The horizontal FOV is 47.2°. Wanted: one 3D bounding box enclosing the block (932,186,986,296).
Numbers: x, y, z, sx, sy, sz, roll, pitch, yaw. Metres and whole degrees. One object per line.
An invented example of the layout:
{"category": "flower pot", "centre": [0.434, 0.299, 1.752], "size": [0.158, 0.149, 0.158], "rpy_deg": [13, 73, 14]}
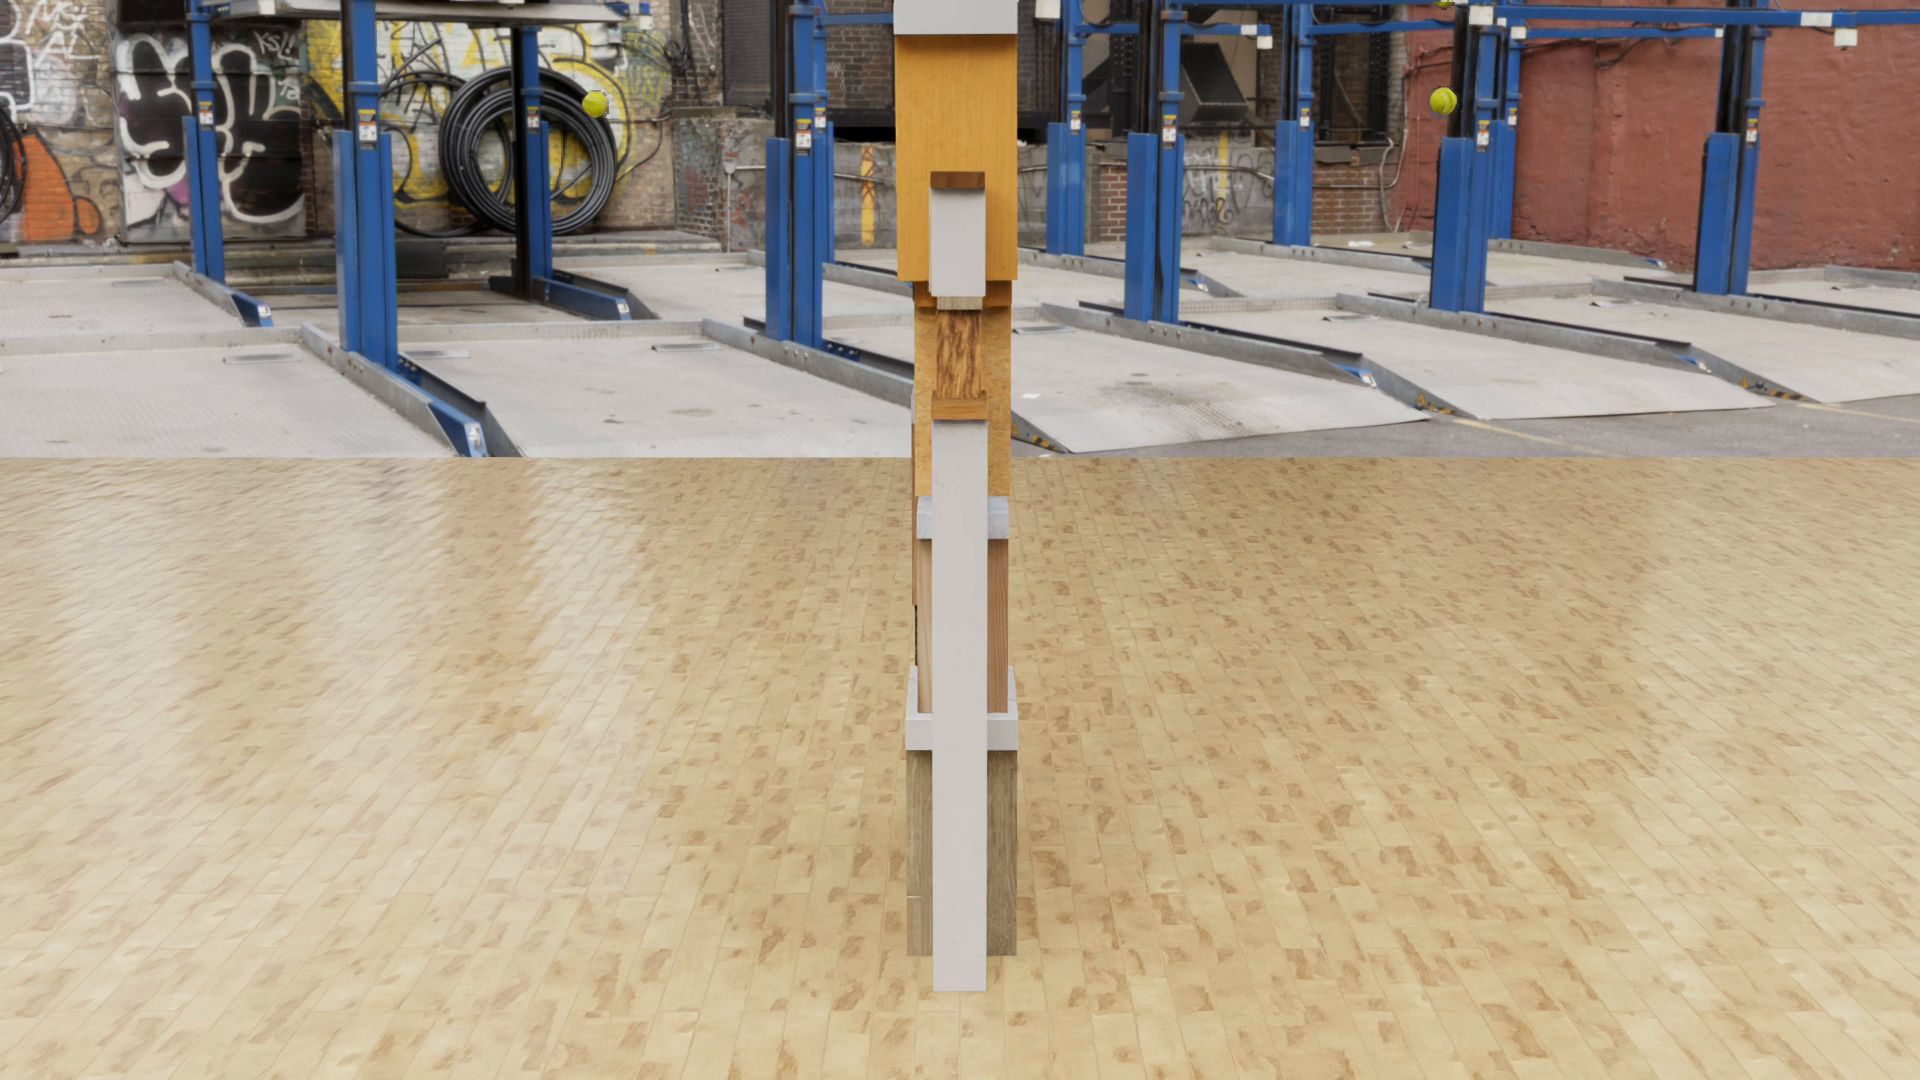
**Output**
{"category": "block", "centre": [-0.002, -0.420, 3.097], "size": [0.076, 0.152, 0.022], "rpy_deg": [0, 10, -1]}

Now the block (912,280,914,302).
{"category": "block", "centre": [-0.005, -0.697, 3.786], "size": [0.158, 0.567, 0.045], "rpy_deg": [0, 11, 0]}

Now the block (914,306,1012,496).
{"category": "block", "centre": [0.004, -0.217, 3.391], "size": [0.148, 0.295, 0.042], "rpy_deg": [0, 11, 0]}

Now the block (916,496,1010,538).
{"category": "block", "centre": [0.004, -0.046, 3.382], "size": [0.136, 0.039, 0.273], "rpy_deg": [0, 11, 0]}

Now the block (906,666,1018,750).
{"category": "block", "centre": [0.003, 0.261, 3.460], "size": [0.169, 0.048, 0.338], "rpy_deg": [0, 11, 0]}

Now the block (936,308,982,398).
{"category": "block", "centre": [-0.001, -0.267, 3.134], "size": [0.063, 0.127, 0.018], "rpy_deg": [0, 11, 0]}

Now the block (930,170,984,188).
{"category": "block", "centre": [-0.005, -0.515, 3.132], "size": [0.076, 0.022, 0.152], "rpy_deg": [0, 11, -1]}

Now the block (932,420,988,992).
{"category": "block", "centre": [-0.001, 0.246, 3.184], "size": [0.079, 0.854, 0.022], "rpy_deg": [0, 11, 0]}

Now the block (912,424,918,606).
{"category": "block", "centre": [-0.003, -0.048, 3.731], "size": [0.158, 0.315, 0.045], "rpy_deg": [0, 11, 0]}

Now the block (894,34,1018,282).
{"category": "block", "centre": [-0.005, -0.564, 3.251], "size": [0.178, 0.356, 0.050], "rpy_deg": [0, 11, 0]}

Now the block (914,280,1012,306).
{"category": "block", "centre": [0.004, -0.400, 3.456], "size": [0.148, 0.042, 0.295], "rpy_deg": [0, 11, 0]}

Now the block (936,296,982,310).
{"category": "block", "centre": [-0.002, -0.346, 3.163], "size": [0.063, 0.018, 0.127], "rpy_deg": [0, 11, -1]}

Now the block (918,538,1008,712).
{"category": "block", "centre": [0.004, 0.124, 3.321], "size": [0.136, 0.273, 0.039], "rpy_deg": [0, 11, 0]}

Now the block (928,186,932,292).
{"category": "block", "centre": [-0.008, -0.439, 3.198], "size": [0.076, 0.152, 0.022], "rpy_deg": [0, 10, -2]}

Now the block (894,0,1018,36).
{"category": "block", "centre": [-0.007, -0.785, 3.330], "size": [0.178, 0.050, 0.355], "rpy_deg": [0, 11, 0]}

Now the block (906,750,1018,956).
{"category": "block", "centre": [0.003, 0.471, 3.385], "size": [0.169, 0.337, 0.048], "rpy_deg": [0, 11, 0]}

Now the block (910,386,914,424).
{"category": "block", "centre": [-0.003, -0.244, 3.801], "size": [0.157, 0.045, 0.315], "rpy_deg": [0, 11, 0]}

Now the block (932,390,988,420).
{"category": "block", "centre": [-0.001, -0.195, 3.155], "size": [0.079, 0.022, 0.157], "rpy_deg": [0, 11, 0]}

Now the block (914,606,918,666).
{"category": "block", "centre": [-0.003, 0.139, 3.979], "size": [0.157, 0.773, 0.045], "rpy_deg": [0, 11, 0]}
